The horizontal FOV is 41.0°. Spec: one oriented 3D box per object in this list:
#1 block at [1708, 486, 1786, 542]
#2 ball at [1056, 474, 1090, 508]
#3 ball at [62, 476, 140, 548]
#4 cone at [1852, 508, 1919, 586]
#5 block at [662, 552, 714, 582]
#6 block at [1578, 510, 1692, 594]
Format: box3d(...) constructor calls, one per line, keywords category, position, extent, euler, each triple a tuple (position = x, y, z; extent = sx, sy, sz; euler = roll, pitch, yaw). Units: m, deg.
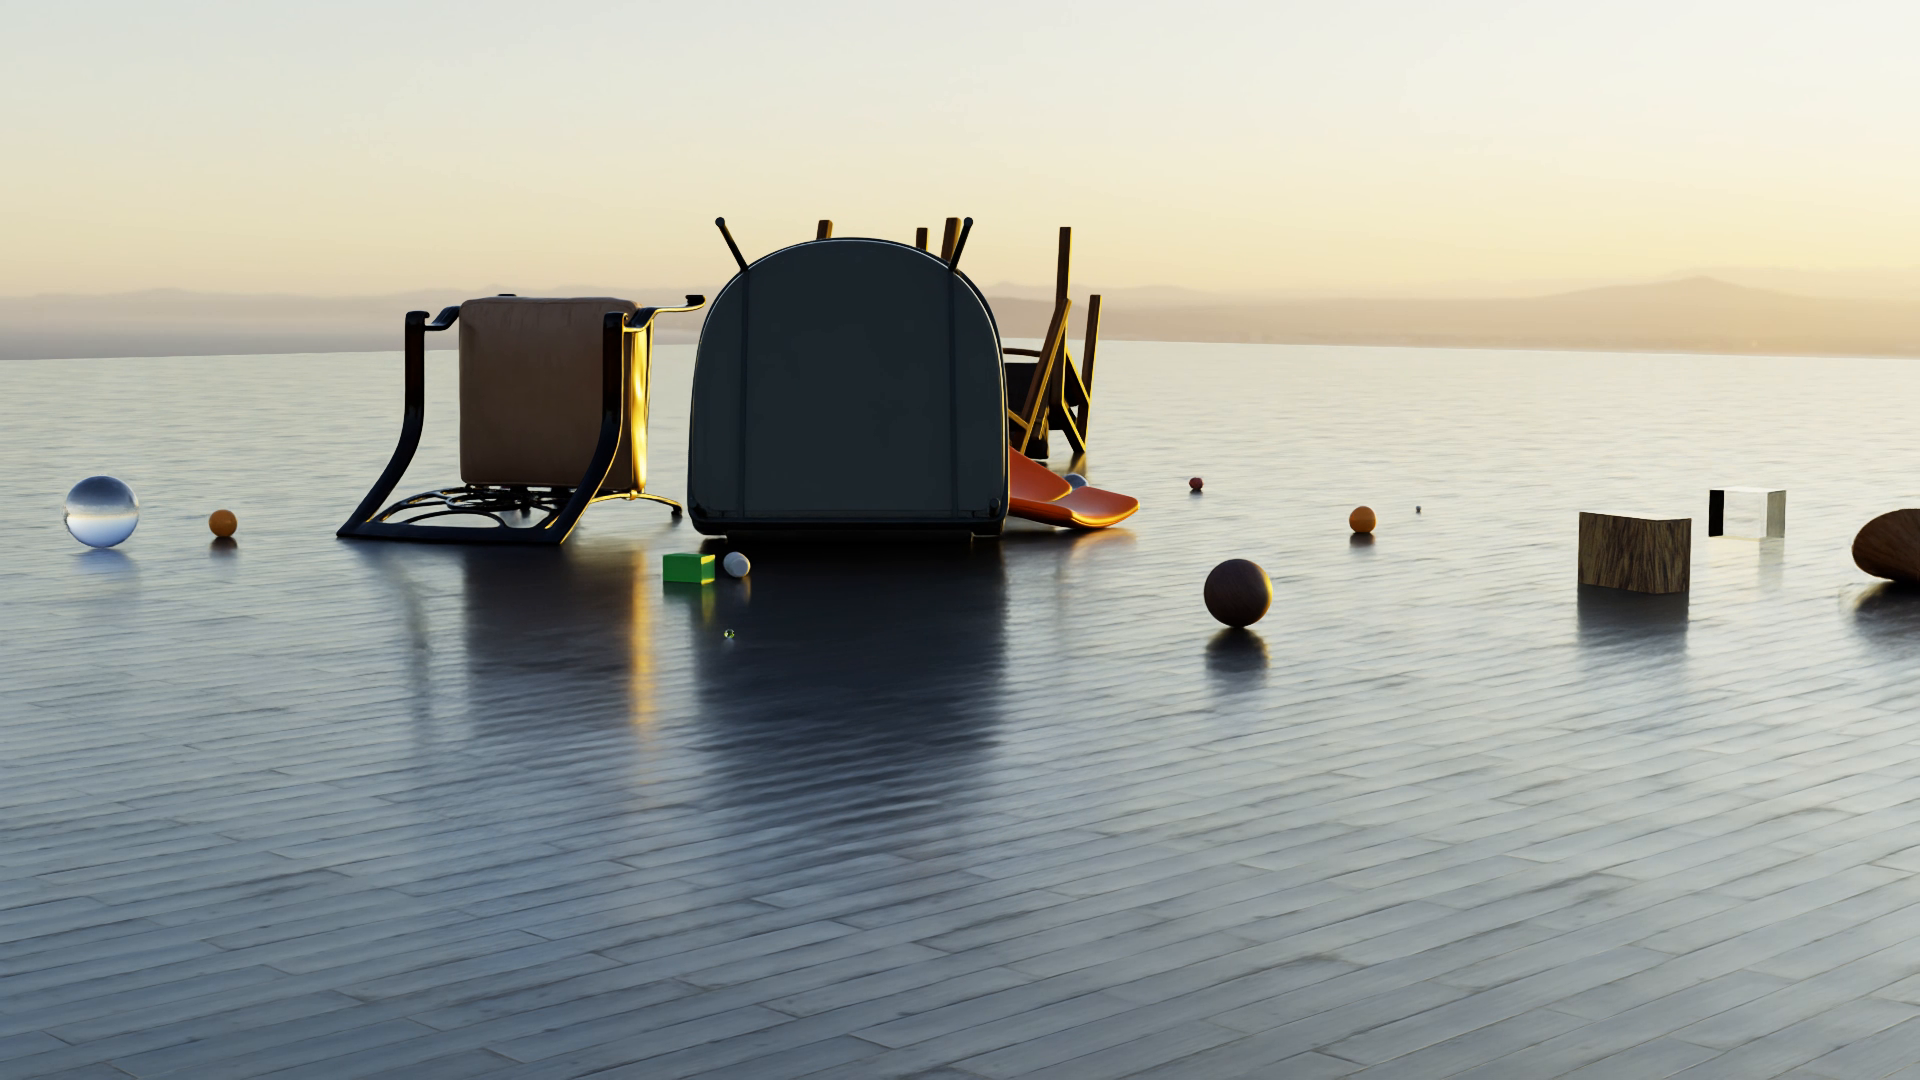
box3d(category="block", position=(1.982, -0.066, 6.459), extent=(0.128, 0.122, 0.141), euler=(-6, 8, -44))
box3d(category="ball", position=(0.319, -0.138, 7.269), extent=(0.099, 0.099, 0.099), euler=(0, 6, 0))
box3d(category="ball", position=(-2.080, -0.069, 6.215), extent=(0.177, 0.177, 0.177), euler=(0, 6, 0))
box3d(category="cone", position=(2.054, 0.059, 5.439), extent=(0.245, 0.174, 0.210), euler=(3, 28, -15))
box3d(category="block", position=(-0.588, 0.060, 5.563), extent=(0.097, 0.055, 0.058), euler=(3, 6, 24))
box3d(category="block", position=(1.429, 0.023, 5.443), extent=(0.098, 0.154, 0.231), euler=(-3, 7, -29))
